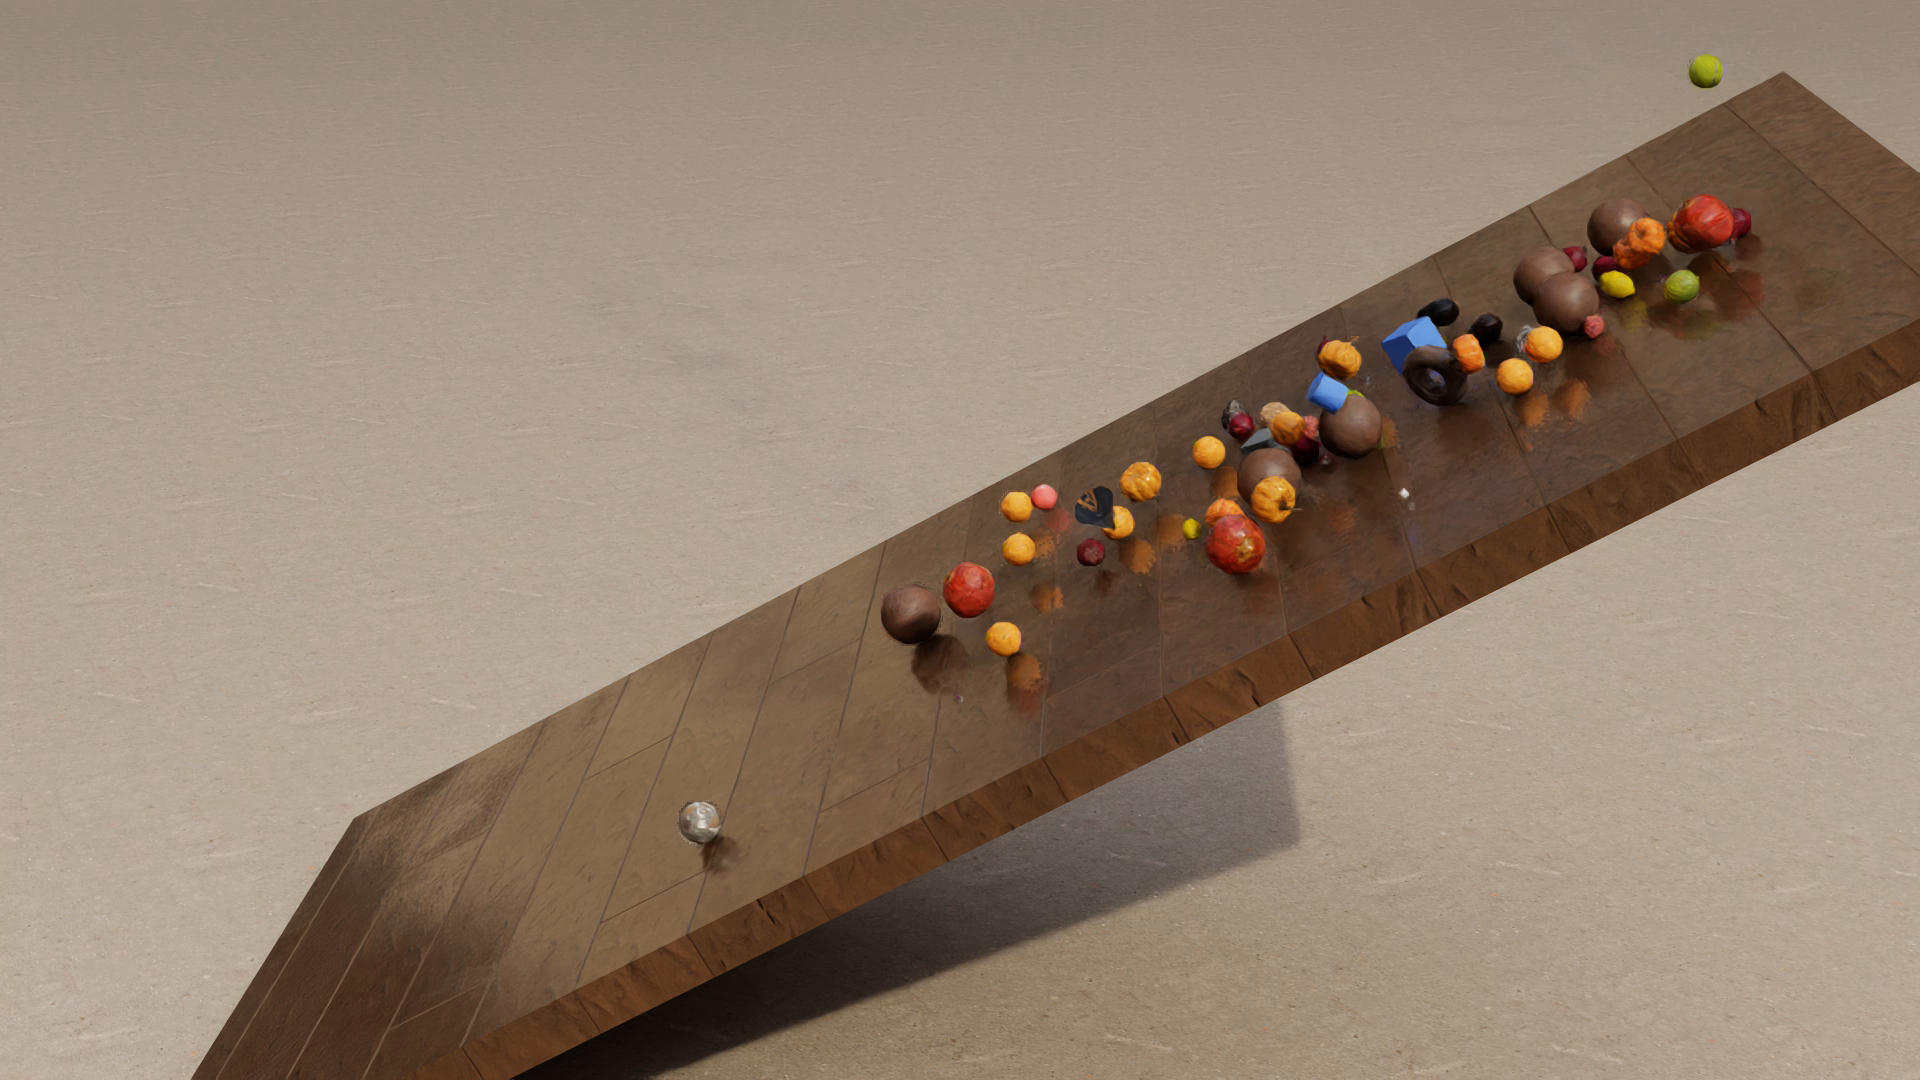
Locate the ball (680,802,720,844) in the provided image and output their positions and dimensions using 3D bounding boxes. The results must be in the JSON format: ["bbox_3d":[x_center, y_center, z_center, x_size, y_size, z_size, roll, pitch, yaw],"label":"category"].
[{"bbox_3d":[-0.519,0.565,5.876,0.083,0.083,0.083,0,18,0],"label":"ball"}]

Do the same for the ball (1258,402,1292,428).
[{"bbox_3d":[0.662,-0.255,6.174,0.069,0.069,0.069,0,18,0],"label":"ball"}]

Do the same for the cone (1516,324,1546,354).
[{"bbox_3d":[1.135,-0.415,5.879,0.060,0.060,0.060,0,40,-1],"label":"cone"}]

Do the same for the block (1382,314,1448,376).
[{"bbox_3d":[0.963,-0.413,6.235,0.082,0.082,0.082,-40,11,-33],"label":"block"}]

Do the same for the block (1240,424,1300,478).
[{"bbox_3d":[0.646,-0.186,6.122,0.076,0.076,0.076,-15,21,47],"label":"block"}]

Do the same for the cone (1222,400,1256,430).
[{"bbox_3d":[0.630,-0.265,6.516,0.070,0.070,0.070,-15,30,-38],"label":"cone"}]

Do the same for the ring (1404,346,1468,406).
[{"bbox_3d":[0.949,-0.328,5.869,0.141,0.141,0.047,13,48,35],"label":"ring"}]

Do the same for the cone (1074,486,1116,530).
[{"bbox_3d":[0.301,-0.047,6.117,0.093,0.093,0.093,-20,47,24],"label":"cone"}]

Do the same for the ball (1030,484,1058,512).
[{"bbox_3d":[0.193,-0.096,6.754,0.060,0.060,0.060,0,18,0],"label":"ball"}]

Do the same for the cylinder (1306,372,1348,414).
[{"bbox_3d":[0.721,-0.287,5.773,0.060,0.060,0.060,27,15,-10],"label":"cylinder"}]

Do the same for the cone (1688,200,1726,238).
[{"bbox_3d":[1.515,-0.669,5.987,0.078,0.078,0.078,1,40,2],"label":"cone"}]

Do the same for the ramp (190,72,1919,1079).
[{"bbox_3d":[0.142,0.167,6.283,4.000,0.100,2.000,-27,14,11],"label":"ramp"}]
